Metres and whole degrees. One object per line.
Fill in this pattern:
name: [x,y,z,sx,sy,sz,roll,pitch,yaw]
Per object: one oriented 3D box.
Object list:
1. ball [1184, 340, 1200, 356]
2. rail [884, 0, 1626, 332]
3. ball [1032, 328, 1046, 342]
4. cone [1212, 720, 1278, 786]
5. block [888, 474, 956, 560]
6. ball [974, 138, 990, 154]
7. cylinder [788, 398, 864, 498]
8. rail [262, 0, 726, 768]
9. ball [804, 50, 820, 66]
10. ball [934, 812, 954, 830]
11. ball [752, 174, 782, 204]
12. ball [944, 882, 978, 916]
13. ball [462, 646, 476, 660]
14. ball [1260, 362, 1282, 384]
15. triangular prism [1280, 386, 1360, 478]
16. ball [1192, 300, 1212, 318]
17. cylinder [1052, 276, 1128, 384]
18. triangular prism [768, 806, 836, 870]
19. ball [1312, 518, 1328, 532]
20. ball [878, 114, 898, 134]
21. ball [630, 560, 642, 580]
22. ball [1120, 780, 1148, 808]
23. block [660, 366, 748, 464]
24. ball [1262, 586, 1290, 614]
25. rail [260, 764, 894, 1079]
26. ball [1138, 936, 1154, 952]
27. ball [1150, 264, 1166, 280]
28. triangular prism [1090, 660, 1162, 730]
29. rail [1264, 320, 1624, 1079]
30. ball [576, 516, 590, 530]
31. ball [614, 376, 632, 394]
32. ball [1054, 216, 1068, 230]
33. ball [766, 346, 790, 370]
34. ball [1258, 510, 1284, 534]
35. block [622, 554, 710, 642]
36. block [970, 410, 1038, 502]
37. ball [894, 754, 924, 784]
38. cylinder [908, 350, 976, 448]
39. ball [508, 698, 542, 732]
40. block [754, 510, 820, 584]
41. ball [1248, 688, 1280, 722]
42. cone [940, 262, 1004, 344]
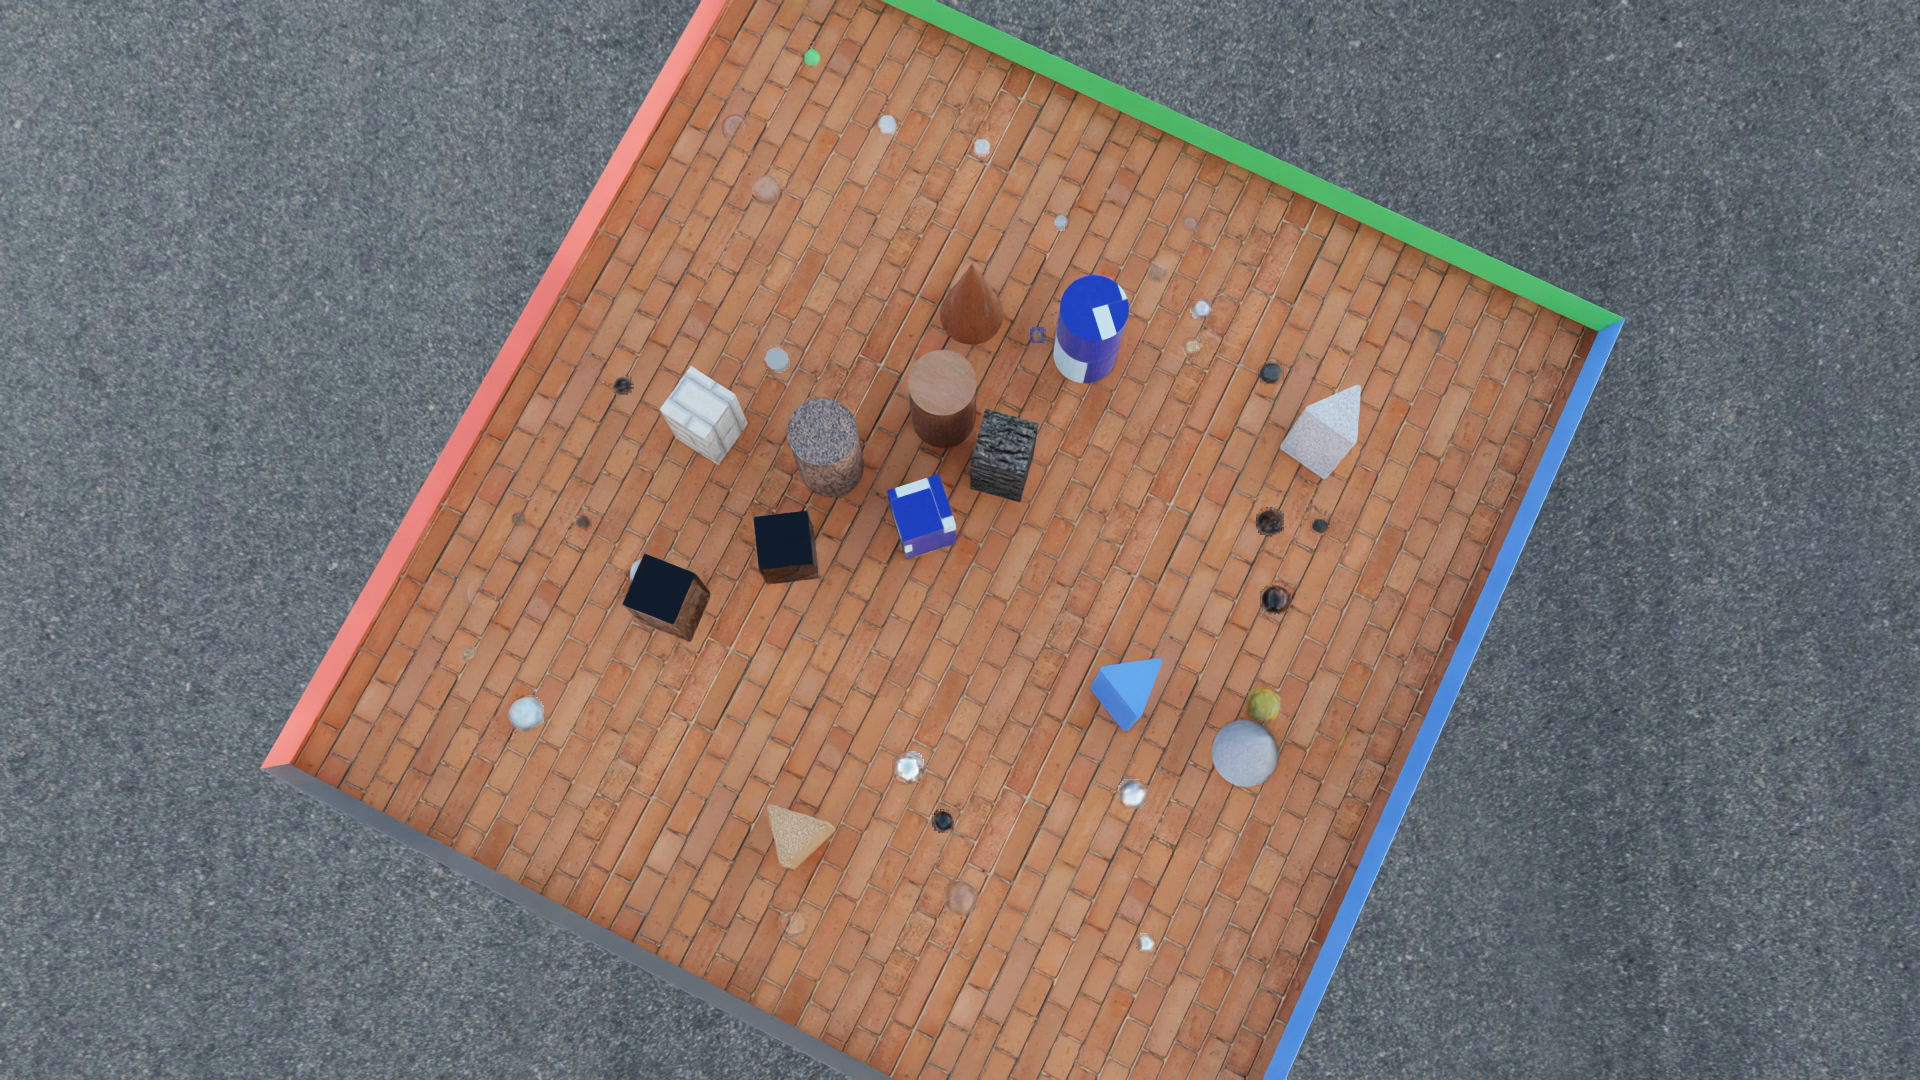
ball: [0.724,-0.601,5.716,0.049,0.049,0.049,0,78,0]
rail: [0.673,-1.312,5.821,3.039,0.130,0.045,26,80,5]
ball: [0.245,-0.640,5.727,0.044,0.044,0.044,0,78,0]
cone: [0.854,0.590,5.252,0.200,0.474,0.200,0,78,0]
block: [-0.113,-0.067,5.491,0.160,0.274,0.160,-18,79,-4]
ball: [0.070,-1.256,5.851,0.051,0.051,0.051,0,78,0]
cylinder: [-0.396,-0.270,5.463,0.200,0.410,0.200,0,78,0]
rail: [-1.338,-0.648,5.684,0.045,0.130,3.058,26,80,5]
ball: [-0.477,-1.556,5.912,0.053,0.053,0.053,0,78,0]
ball: [-0.049,0.831,5.415,0.057,0.057,0.057,0,78,0]
ball: [-0.610,-1.109,5.800,0.091,0.091,0.091,0,78,0]
ball: [0.004,1.047,5.350,0.098,0.098,0.098,0,78,0]
ball: [-1.482,0.344,5.524,0.042,0.042,0.042,0,78,0]
ball: [0.967,-0.518,5.690,0.067,0.067,0.067,0,78,0]
triangular prism: [1.104,-0.341,5.465,0.173,0.435,0.150,36,81,7]
ball: [0.758,-0.723,5.737,0.057,0.057,0.057,0,78,0]
cylinder: [0.390,-0.629,5.527,0.200,0.431,0.200,0,78,0]
triangular prism: [-0.484,0.828,5.272,0.173,0.338,0.150,-43,81,-8]
ball: [1.101,-0.044,5.603,0.044,0.044,0.044,0,78,0]
ball: [-0.231,-1.329,5.861,0.060,0.060,0.060,0,78,0]
ball: [-0.955,0.101,5.547,0.088,0.088,0.088,0,78,0]
ball: [0.513,0.753,5.419,0.081,0.081,0.081,0,78,0]
block: [-0.769,-0.371,5.529,0.160,0.323,0.160,33,80,6]
ball: [0.955,0.181,5.535,0.086,0.086,0.086,0,78,0]
rail: [-0.673,1.325,5.275,3.039,0.130,0.045,26,80,5]
ball: [0.543,1.179,5.348,0.048,0.048,0.048,0,78,0]
ball: [0.621,-0.841,5.764,0.052,0.052,0.052,0,78,0]
triangular prism: [0.504,0.421,5.315,0.150,0.421,0.173,-37,81,-7]
rail: [1.338,0.662,5.412,0.045,0.130,3.058,26,80,5]
ball: [-1.152,-0.054,5.606,0.042,0.042,0.042,0,78,0]
ball: [-1.046,-0.481,5.690,0.052,0.052,0.052,0,78,0]
ball: [0.321,-1.006,5.803,0.042,0.042,0.042,0,78,0]
ball: [-0.569,-0.563,5.695,0.074,0.074,0.074,0,78,0]
ball: [0.947,-0.055,5.589,0.077,0.077,0.077,0,78,0]
block: [-0.861,0.175,5.406,0.160,0.341,0.160,21,79,4]
block: [0.130,-0.249,5.485,0.160,0.358,0.160,15,79,3]
ball: [-0.152,0.677,5.431,0.090,0.090,0.090,0,78,0]
cylinder: [-0.051,-0.421,5.514,0.200,0.372,0.200,0,78,0]
ball: [-1.293,0.519,5.458,0.100,0.100,0.100,0,78,0]
block: [-0.518,0.025,5.489,0.160,0.240,0.160,-7,78,-1]
ball: [0.907,0.492,5.464,0.099,0.099,0.099,0,78,0]
cone: [0.037,-0.757,5.537,0.200,0.463,0.200,0,78,0]
